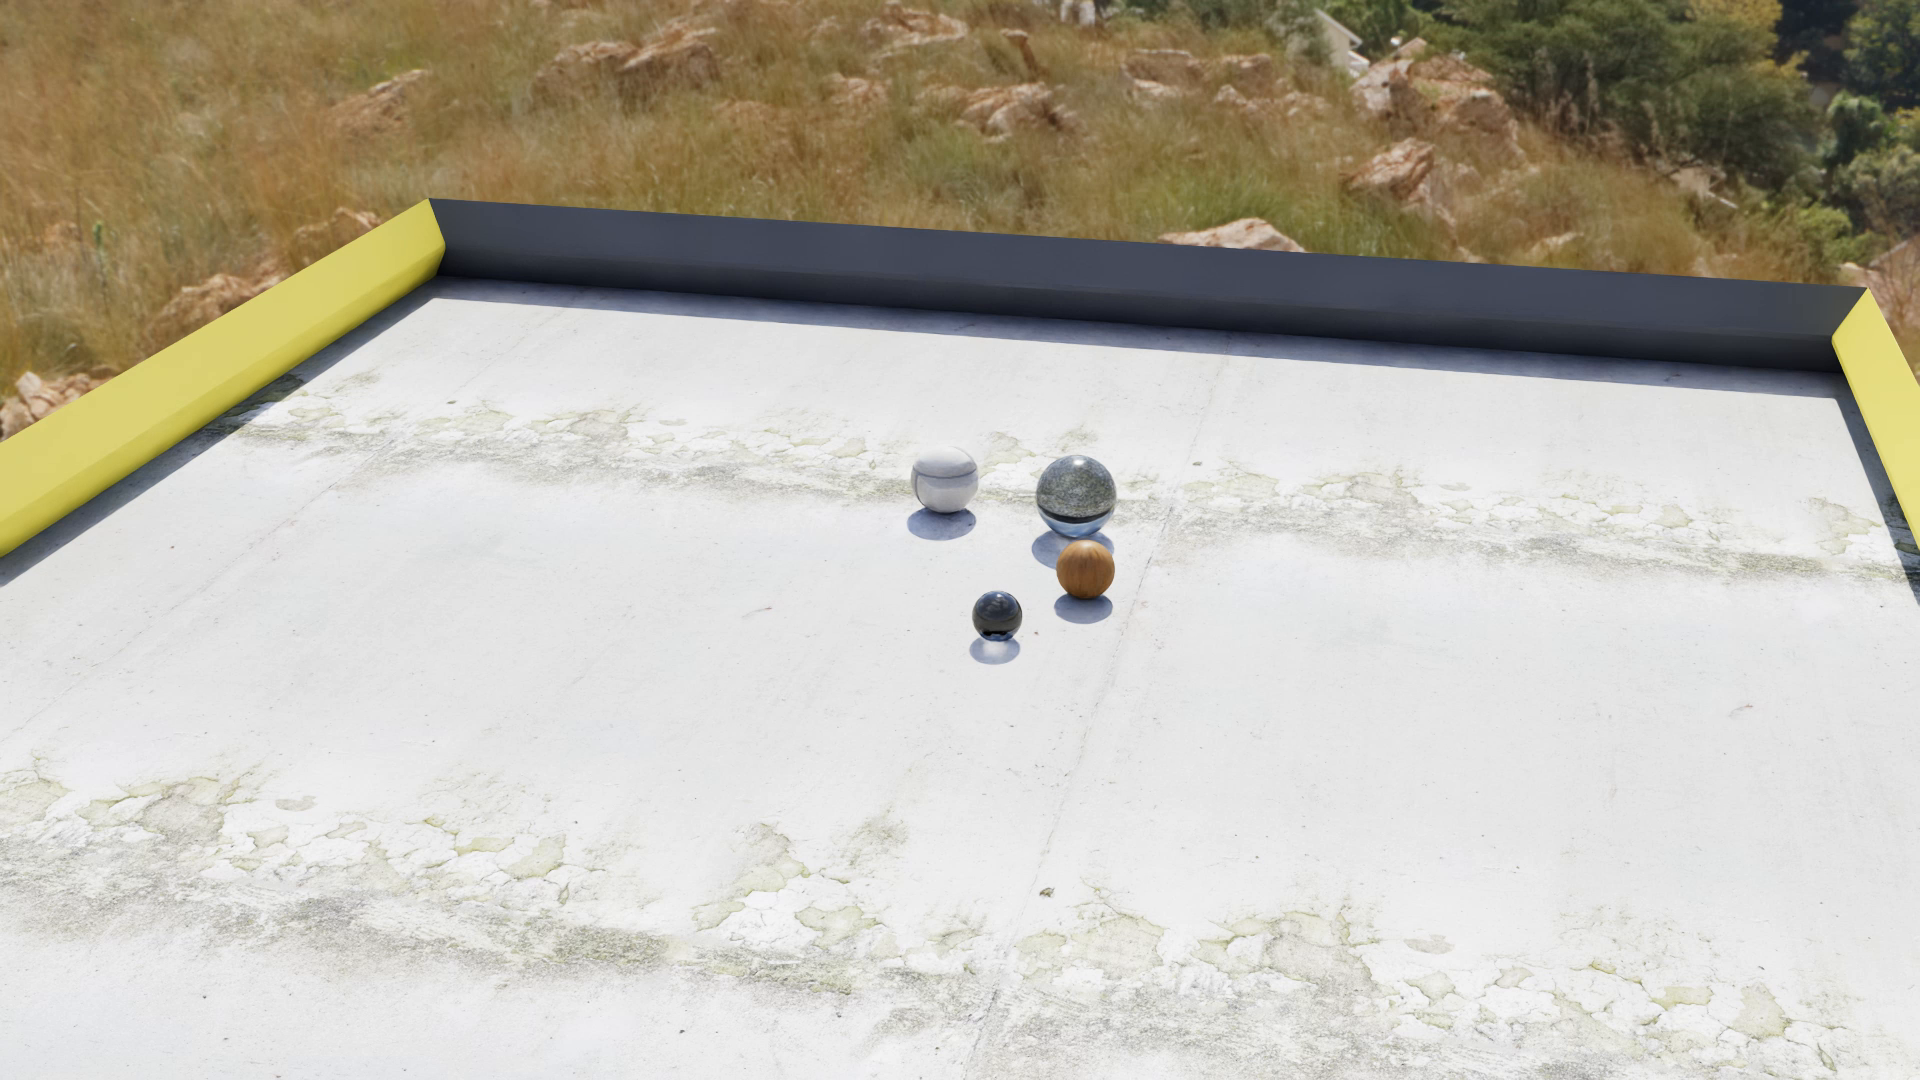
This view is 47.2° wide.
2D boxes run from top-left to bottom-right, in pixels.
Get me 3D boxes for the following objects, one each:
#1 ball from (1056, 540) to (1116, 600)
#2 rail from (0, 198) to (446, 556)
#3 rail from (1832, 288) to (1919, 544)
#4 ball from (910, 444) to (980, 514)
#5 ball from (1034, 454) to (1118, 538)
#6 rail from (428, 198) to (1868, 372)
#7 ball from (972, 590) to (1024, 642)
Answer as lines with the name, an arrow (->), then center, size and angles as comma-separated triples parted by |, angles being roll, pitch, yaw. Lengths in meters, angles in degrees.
ball -> 0.135, 0.032, 2.367 | 0.064, 0.064, 0.064 | 0, 24, 0
rail -> -1.216, 0.242, 1.808 | 0.045, 0.123, 3.672 | 5, 24, 12
rail -> 0.807, 0.427, 1.384 | 0.045, 0.123, 3.672 | 5, 24, 12
ball -> -0.018, -0.072, 2.582 | 0.082, 0.082, 0.082 | 0, 24, 0
ball -> 0.133, -0.050, 2.515 | 0.095, 0.095, 0.095 | 0, 24, 0
rail -> 0.199, -0.373, 3.215 | 2.123, 0.123, 0.045 | 5, 24, 12
ball -> 0.038, 0.079, 2.272 | 0.053, 0.053, 0.053 | 0, 24, 0
